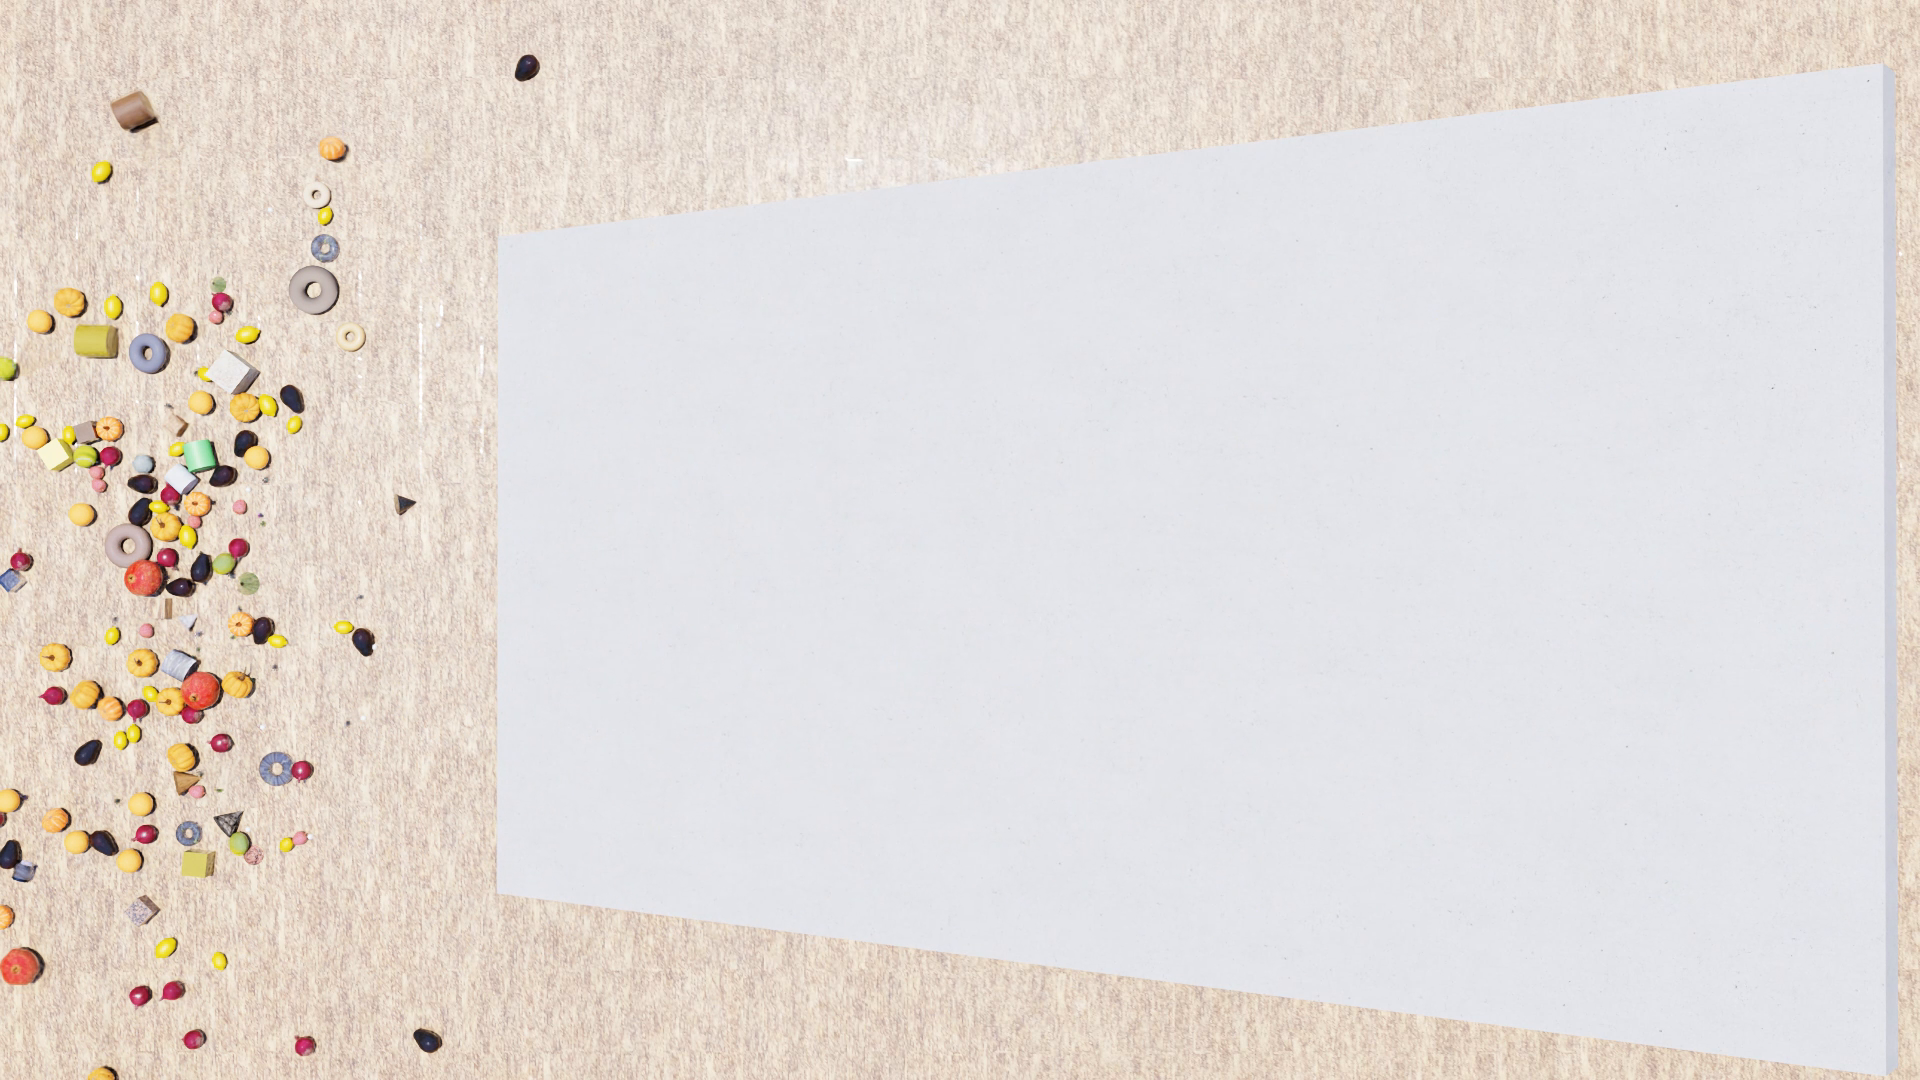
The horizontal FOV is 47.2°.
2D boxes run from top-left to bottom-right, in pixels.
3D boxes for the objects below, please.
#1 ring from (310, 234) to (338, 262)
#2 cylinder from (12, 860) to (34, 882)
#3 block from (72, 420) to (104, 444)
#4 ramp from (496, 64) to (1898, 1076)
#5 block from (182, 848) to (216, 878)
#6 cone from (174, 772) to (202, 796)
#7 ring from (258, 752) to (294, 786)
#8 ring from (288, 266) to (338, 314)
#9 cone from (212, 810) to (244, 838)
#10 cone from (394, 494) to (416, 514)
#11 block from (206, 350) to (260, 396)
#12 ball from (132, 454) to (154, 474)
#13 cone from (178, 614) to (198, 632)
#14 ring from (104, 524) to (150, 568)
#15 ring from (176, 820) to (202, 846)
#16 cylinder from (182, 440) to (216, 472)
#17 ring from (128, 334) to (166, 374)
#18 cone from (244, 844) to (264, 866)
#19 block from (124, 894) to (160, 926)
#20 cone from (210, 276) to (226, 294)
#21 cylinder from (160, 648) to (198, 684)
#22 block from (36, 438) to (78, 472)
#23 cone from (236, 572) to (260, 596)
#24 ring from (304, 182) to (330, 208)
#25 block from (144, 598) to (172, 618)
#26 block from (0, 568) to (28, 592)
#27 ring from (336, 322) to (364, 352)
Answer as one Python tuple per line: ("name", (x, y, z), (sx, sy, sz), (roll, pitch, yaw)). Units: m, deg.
("ring", (-1.956, -0.899, 6.770), (0.088, 0.029, 0.088), (0, 90, -1))
("cylinder", (-2.873, 1.016, 6.743), (0.053, 0.053, 0.053), (19, 90, 0))
("block", (-2.677, -0.330, 6.751), (0.057, 0.057, 0.057), (-18, 90, 0))
("ramp", (0.238, 0.066, 5.559), (4.000, 0.100, 2.000), (0, 89, 36))
("block", (-2.332, 0.989, 6.734), (0.073, 0.073, 0.073), (6, 90, 0))
("cone", (-2.366, 0.739, 6.754), (0.080, 0.080, 0.080), (-12, 90, -27))
("ring", (-2.099, 0.703, 6.754), (0.109, 0.036, 0.109), (0, 91, 0))
("ring", (-1.988, -0.770, 6.759), (0.150, 0.050, 0.150), (0, 89, -1))
("cone", (-2.232, 0.856, 6.752), (0.084, 0.084, 0.084), (-40, 90, -27))
("cone", (-1.700, -0.114, 6.764), (0.065, 0.065, 0.065), (-7, 90, -27))
("block", (-2.227, -0.511, 6.732), (0.098, 0.098, 0.098), (37, 90, 0))
("ball", (-2.508, -0.234, 6.749), (0.060, 0.060, 0.060), (0, 90, 0))
("cone", (-2.365, 0.243, 6.763), (0.056, 0.056, 0.056), (-38, 90, -27))
("ring", (-2.556, 0.018, 6.754), (0.141, 0.047, 0.141), (0, 91, -1))
("ring", (-2.371, 0.902, 6.758), (0.079, 0.026, 0.079), (0, 88, -1))
("cylinder", (-2.331, -0.258, 6.738), (0.082, 0.082, 0.082), (-15, 90, 0))
("ring", (-2.495, -0.574, 6.752), (0.124, 0.041, 0.124), (2, 97, 14))
("cone", (-2.175, 0.970, 6.739), (0.063, 0.063, 0.063), (0, 90, 0))
("block", (-2.506, 1.136, 6.737), (0.064, 0.064, 0.064), (44, 90, 0))
("cone", (-2.289, -0.787, 6.757), (0.053, 0.053, 0.053), (0, 90, 0))
("cylinder", (-2.390, 0.386, 6.735), (0.079, 0.079, 0.079), (29, 90, 0))
("block", (-2.768, -0.262, 6.744), (0.071, 0.071, 0.071), (-33, 90, 0))
("cone", (-2.194, 0.135, 6.740), (0.073, 0.073, 0.073), (0, 90, 0))
("ring", (-1.980, -1.063, 6.772), (0.084, 0.028, 0.084), (0, 91, -1))
("block", (-2.459, 0.209, 6.745), (0.062, 0.062, 0.062), (1, 90, 0))
("block", (-2.909, 0.124, 6.750), (0.053, 0.053, 0.053), (-42, 90, 0))
("ring", (-1.876, -0.626, 6.767), (0.089, 0.030, 0.089), (0, 88, -1))
